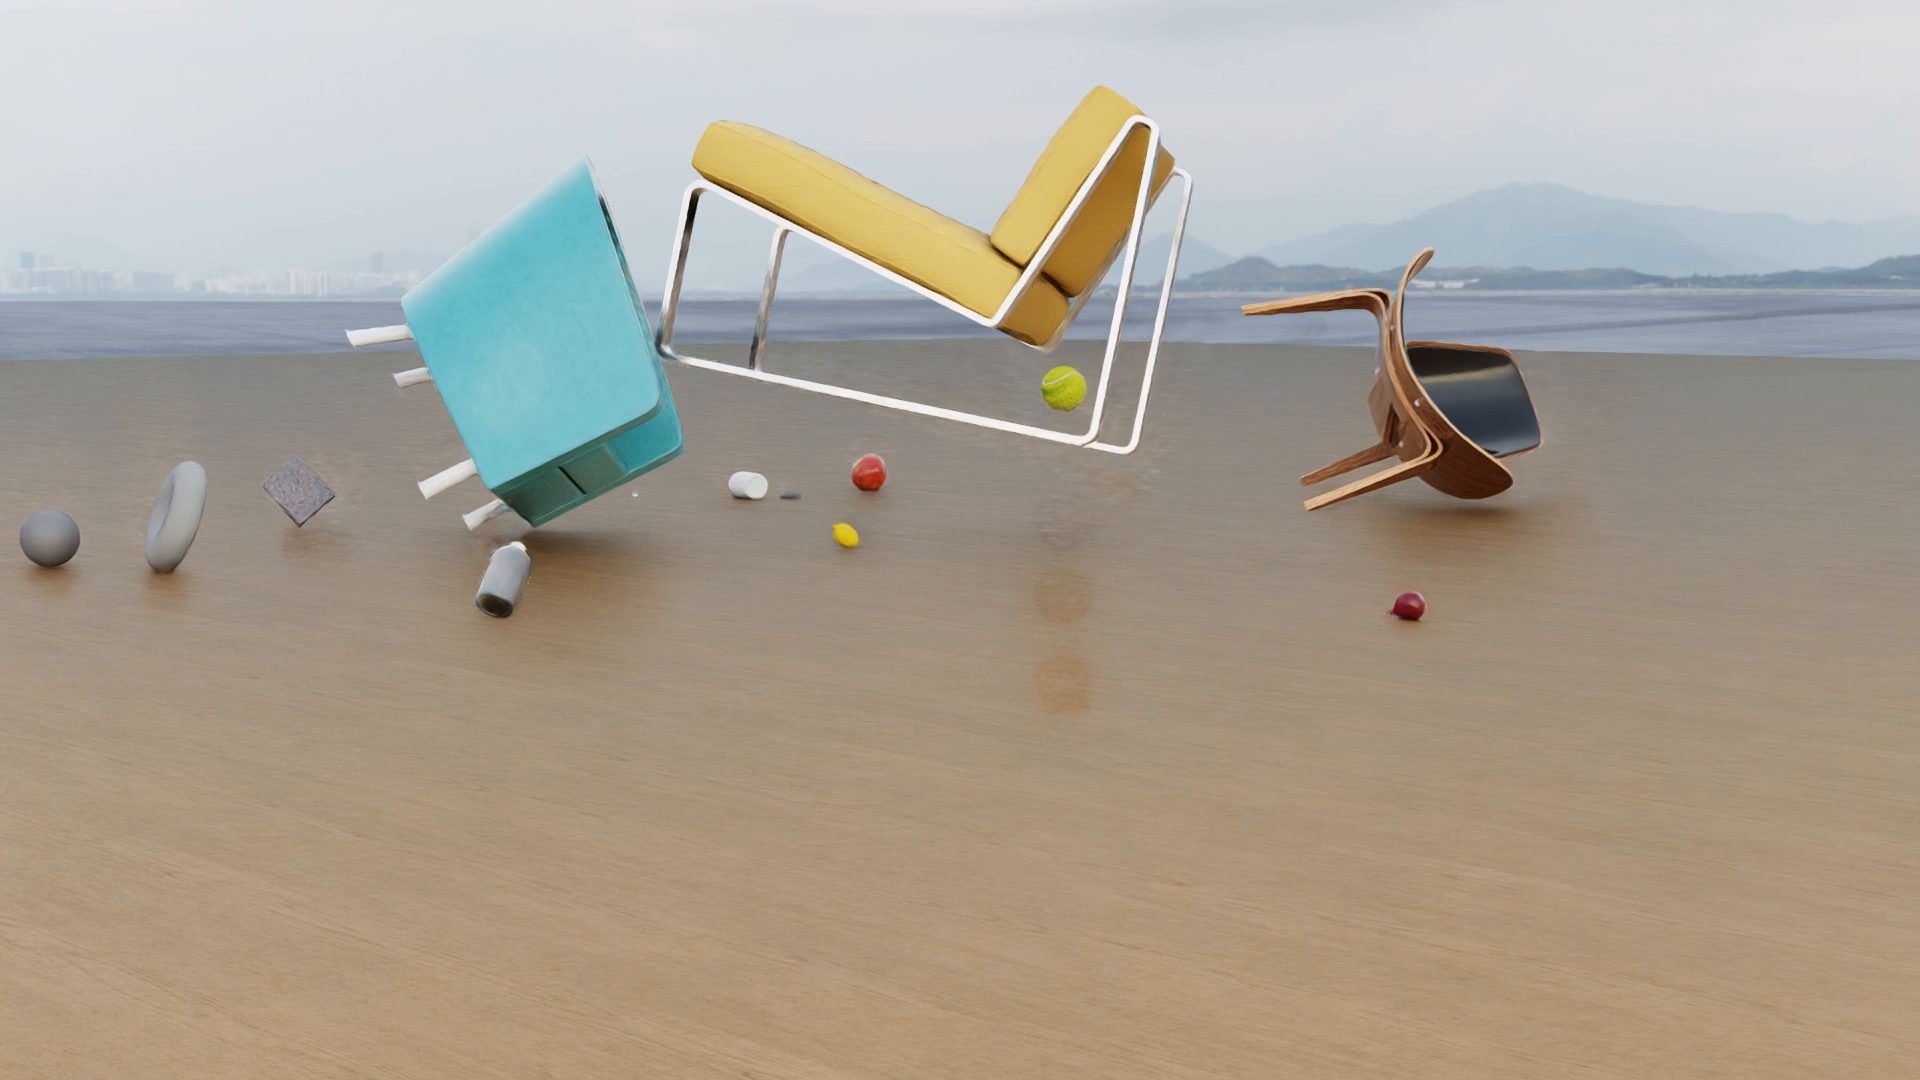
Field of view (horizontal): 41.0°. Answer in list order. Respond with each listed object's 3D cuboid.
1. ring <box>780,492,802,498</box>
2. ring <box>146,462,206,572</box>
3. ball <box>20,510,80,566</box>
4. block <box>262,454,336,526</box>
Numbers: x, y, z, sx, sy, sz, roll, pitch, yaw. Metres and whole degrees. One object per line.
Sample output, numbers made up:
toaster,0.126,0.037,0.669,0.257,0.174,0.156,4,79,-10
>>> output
ring,-0.504,-0.134,7.632,0.046,0.016,0.078,7,9,40
ring,-1.765,-0.053,5.774,0.072,0.271,0.217,23,-35,-29
ball,-2.063,-0.004,5.816,0.131,0.131,0.131,0,6,0
block,-1.723,-0.129,6.688,0.123,0.140,0.054,-43,5,-16
